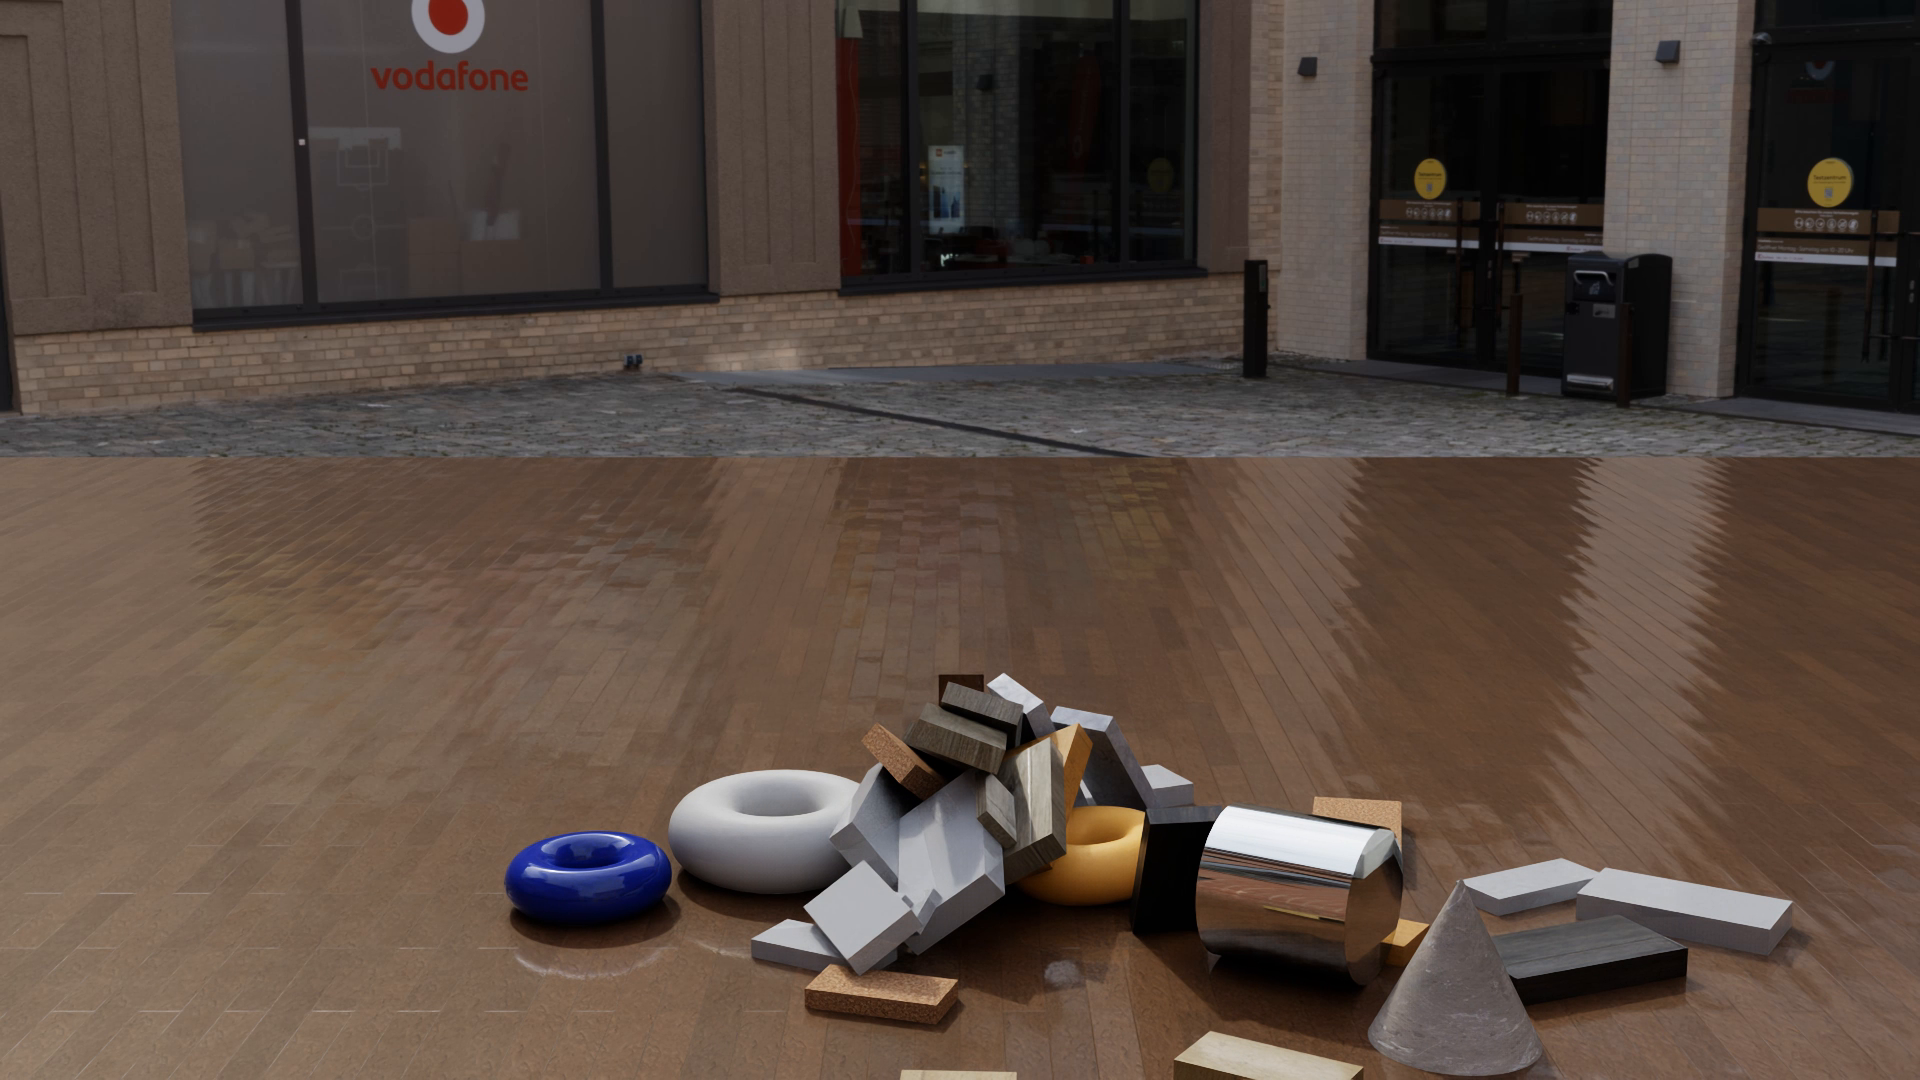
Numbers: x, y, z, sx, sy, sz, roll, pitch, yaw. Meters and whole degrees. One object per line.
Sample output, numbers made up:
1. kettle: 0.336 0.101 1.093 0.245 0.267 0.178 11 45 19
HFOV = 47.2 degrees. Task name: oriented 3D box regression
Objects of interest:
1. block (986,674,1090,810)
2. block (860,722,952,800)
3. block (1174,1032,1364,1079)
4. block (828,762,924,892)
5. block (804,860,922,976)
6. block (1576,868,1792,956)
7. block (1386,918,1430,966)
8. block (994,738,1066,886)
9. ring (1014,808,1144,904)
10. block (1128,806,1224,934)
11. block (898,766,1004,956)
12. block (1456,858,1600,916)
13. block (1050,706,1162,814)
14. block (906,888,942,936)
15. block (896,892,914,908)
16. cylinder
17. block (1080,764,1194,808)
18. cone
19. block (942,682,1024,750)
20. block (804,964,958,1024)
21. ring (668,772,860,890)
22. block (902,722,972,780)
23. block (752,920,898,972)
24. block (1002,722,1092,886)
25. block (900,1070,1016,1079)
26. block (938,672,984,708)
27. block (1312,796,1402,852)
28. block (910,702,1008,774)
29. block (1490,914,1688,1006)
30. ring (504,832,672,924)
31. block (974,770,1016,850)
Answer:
1. block: 0.144 0.380 3.960 0.039 0.276 0.138 -33 32 -16
2. block: -0.034 0.435 3.811 0.297 0.042 0.149 41 0 -38
3. block: 0.410 0.711 2.928 0.224 0.032 0.112 7 12 31
4. block: -0.113 0.495 3.696 0.049 0.173 0.346 -38 5 14
5. block: -0.150 0.573 3.348 0.119 0.034 0.238 -37 20 -10
6. block: 1.162 0.594 3.531 0.301 0.043 0.150 7 12 32
7. block: 0.609 0.614 3.450 0.224 0.032 0.112 6 12 31
8. block: 0.094 0.451 3.611 0.157 0.044 0.313 -30 20 13
9. ring: 0.220 0.530 3.712 0.297 0.099 0.297 -4 12 1
10. block: 0.338 0.516 3.437 0.119 0.238 0.034 -2 37 -9
11. block: -0.016 0.504 3.522 0.173 0.049 0.346 -37 19 14
12. block: 0.951 0.577 3.662 0.239 0.029 0.101 -6 12 -29
13. block: 0.267 0.412 3.947 0.119 0.294 0.034 8 52 36
14. block: -0.098 0.583 3.399 0.149 0.021 0.075 -21 28 47
15. block: -0.136 0.577 3.419 0.075 0.021 0.149 -48 20 -21
16. cylinder: 0.516 0.533 3.330 0.237 0.237 0.237 6 12 31
17. block: 0.287 0.478 4.166 0.276 0.039 0.138 -5 11 -24
18. cone: 0.692 0.582 3.056 0.239 0.239 0.239 0 11 0
19. block: 0.037 0.373 3.988 0.138 0.039 0.412 17 -25 7
20. block: -0.114 0.661 3.207 0.202 0.029 0.101 3 11 18
21. ring: -0.313 0.501 3.805 0.382 0.127 0.382 0 12 0
22. block: -0.007 0.417 3.950 0.148 0.042 0.297 22 -17 17
23. block: -0.209 0.629 3.381 0.202 0.029 0.101 6 12 29
24. block: 0.108 0.455 3.721 0.173 0.049 0.346 -24 21 27
25. block: -0.009 0.743 2.731 0.150 0.043 0.301 1 11 3
26. block: 0.003 0.356 4.430 0.091 0.182 0.026 0 11 0
27. block: 0.701 0.526 3.893 0.157 0.044 0.313 2 11 11
28. block: 0.001 0.330 3.680 0.148 0.042 0.297 20 1 1
29. block: 0.919 0.633 3.317 0.313 0.044 0.157 -4 11 -23
30. ring: -0.611 0.555 3.617 0.273 0.091 0.273 0 12 0
31. block: 0.057 0.430 3.535 0.021 0.075 0.149 -38 18 14
